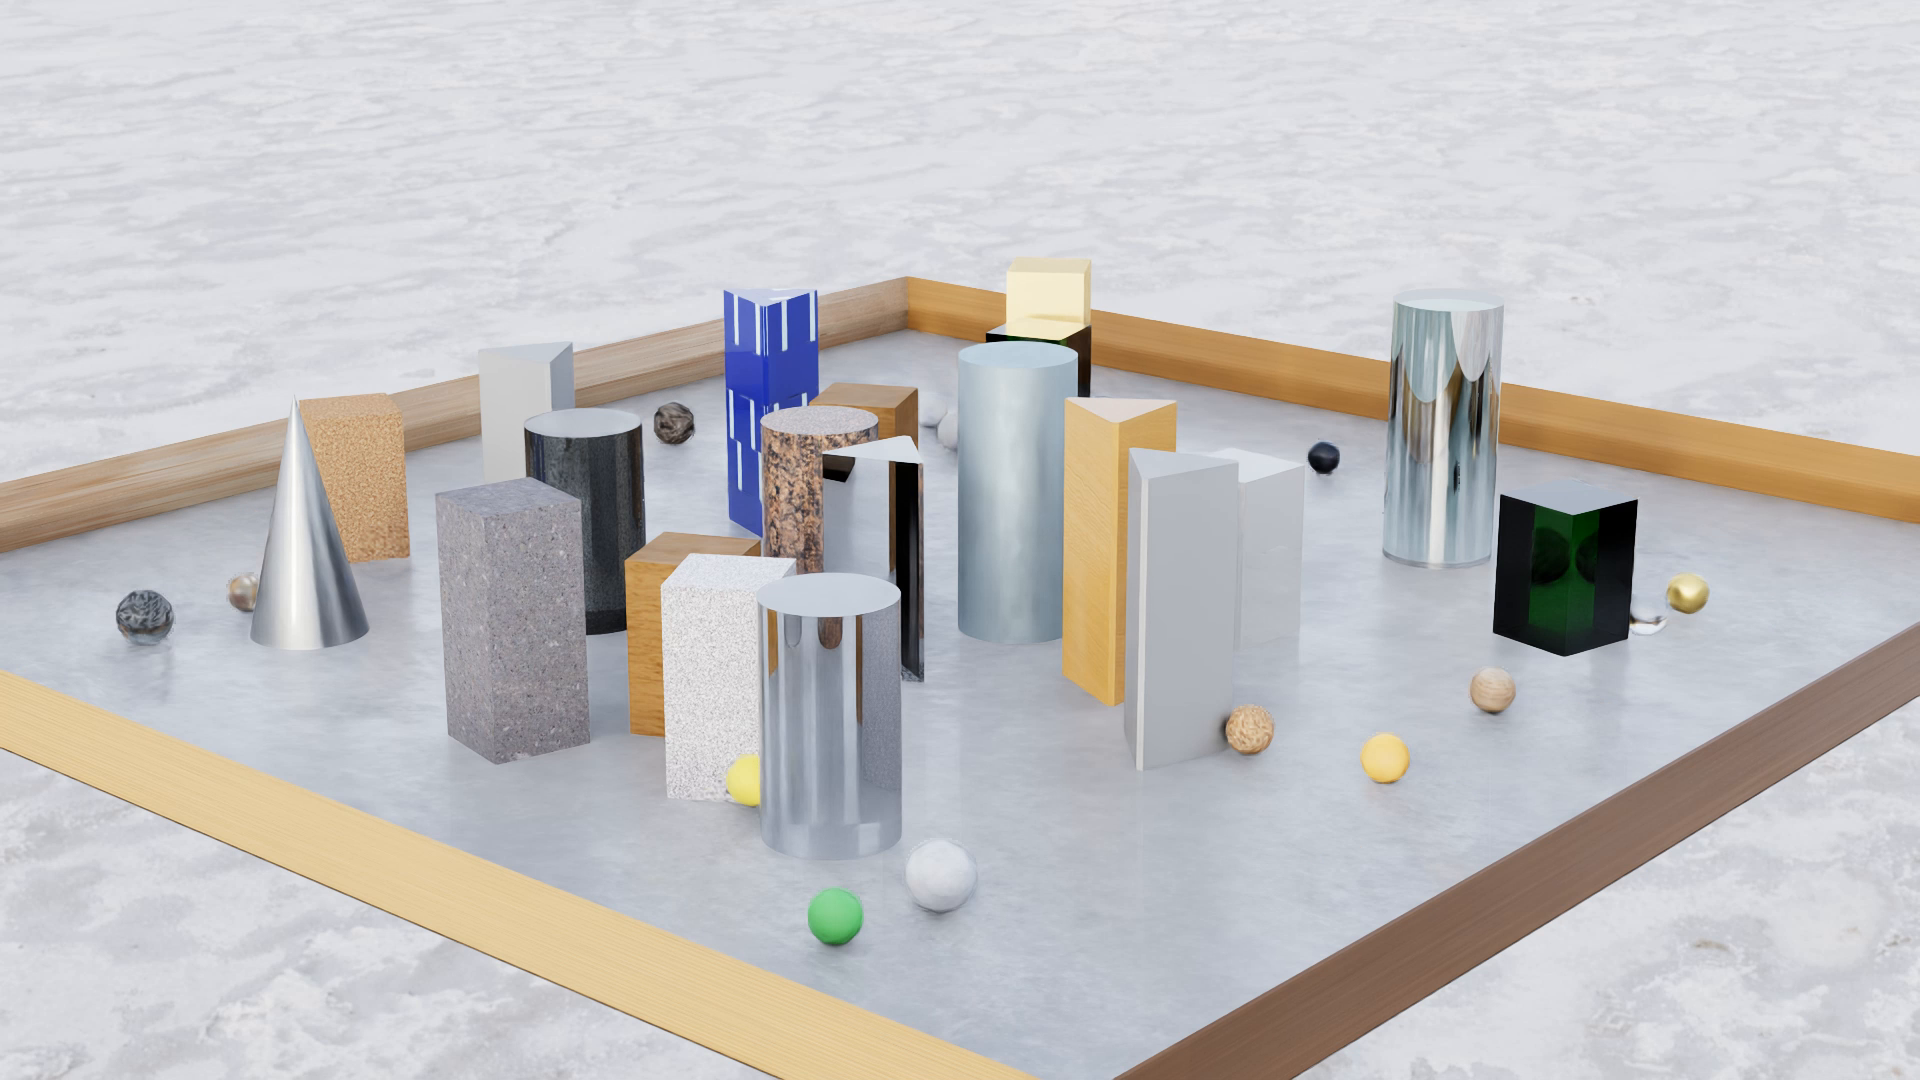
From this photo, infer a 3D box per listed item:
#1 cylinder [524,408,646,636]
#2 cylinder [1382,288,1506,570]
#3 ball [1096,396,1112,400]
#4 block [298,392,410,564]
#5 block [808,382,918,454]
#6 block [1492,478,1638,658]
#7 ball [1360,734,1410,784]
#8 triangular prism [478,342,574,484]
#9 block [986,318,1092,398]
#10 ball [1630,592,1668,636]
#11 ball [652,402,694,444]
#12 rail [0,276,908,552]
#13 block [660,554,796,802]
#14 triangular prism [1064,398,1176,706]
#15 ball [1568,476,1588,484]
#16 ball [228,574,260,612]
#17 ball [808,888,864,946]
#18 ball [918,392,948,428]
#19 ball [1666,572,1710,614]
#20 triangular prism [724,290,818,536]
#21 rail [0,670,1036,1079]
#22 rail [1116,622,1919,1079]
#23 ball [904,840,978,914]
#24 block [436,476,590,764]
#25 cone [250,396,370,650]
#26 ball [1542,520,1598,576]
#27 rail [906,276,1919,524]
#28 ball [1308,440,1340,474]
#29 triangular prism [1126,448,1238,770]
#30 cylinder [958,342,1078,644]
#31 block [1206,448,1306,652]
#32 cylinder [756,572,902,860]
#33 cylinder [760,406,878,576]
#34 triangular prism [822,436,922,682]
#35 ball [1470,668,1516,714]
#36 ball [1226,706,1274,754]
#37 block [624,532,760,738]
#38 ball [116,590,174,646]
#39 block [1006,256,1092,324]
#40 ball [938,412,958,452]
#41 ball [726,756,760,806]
[{"bbox_3d":[-0.632,-0.033,4.968,0.198,0.343,0.198,0,17,0],"label":"cylinder"},{"bbox_3d":[0.873,-0.202,5.303,0.198,0.474,0.198,0,17,0],"label":"cylinder"},{"bbox_3d":[0.303,-0.274,6.242,0.068,0.068,0.068,0,17,0],"label":"ball"},{"bbox_3d":[-1.106,-0.113,5.356,0.158,0.272,0.158,-6,18,-21],"label":"block"},{"bbox_3d":[-0.172,-0.115,5.310,0.158,0.303,0.158,4,17,14],"label":"block"},{"bbox_3d":[1.007,0.044,4.885,0.158,0.243,0.158,-12,21,-35],"label":"block"},{"bbox_3d":[0.620,0.319,4.272,0.072,0.072,0.072,0,17,0],"label":"ball"},{"bbox_3d":[-0.750,-0.159,5.313,0.172,0.385,0.149,12,21,35],"label":"triangular prism"},{"bbox_3d":[0.157,-0.276,5.852,0.158,0.299,0.158,8,18,24],"label":"block"},{"bbox_3d":[1.149,0.123,4.914,0.075,0.075,0.075,0,17,0],"label":"ball"},{"bbox_3d":[-0.596,-0.243,6.108,0.087,0.087,0.087,0,17,0],"label":"ball"},{"bbox_3d":[-1.108,-0.245,6.041,0.045,0.129,3.040,14,22,39],"label":"rail"},{"bbox_3d":[-0.329,0.199,4.236,0.158,0.321,0.158,3,17,10],"label":"block"},{"bbox_3d":[0.227,0.009,4.631,0.149,0.458,0.172,12,21,35],"label":"triangular prism"},{"bbox_3d":[1.176,-0.087,5.621,0.069,0.069,0.069,0,17,0],"label":"ball"},{"bbox_3d":[-1.227,0.090,5.043,0.064,0.064,0.064,0,17,0],"label":"ball"},{"bbox_3d":[-0.159,0.480,3.736,0.072,0.072,0.072,0,17,0],"label":"ball"},{"bbox_3d":[-0.064,-0.278,6.245,0.076,0.076,0.076,0,17,0],"label":"ball"},{"bbox_3d":[1.248,0.090,5.029,0.072,0.072,0.072,0,17,0],"label":"ball"},{"bbox_3d":[-0.375,-0.244,5.493,0.149,0.445,0.172,10,19,29],"label":"triangular prism"},{"bbox_3d":[-0.981,0.358,4.038,2.982,0.129,0.045,14,22,39],"label":"rail"},{"bbox_3d":[1.108,0.310,4.199,0.045,0.129,3.040,14,22,39],"label":"rail"},{"bbox_3d":[-0.025,0.439,3.830,0.095,0.095,0.095,0,17,0],"label":"ball"},{"bbox_3d":[-0.670,0.119,4.397,0.158,0.382,0.158,-12,20,-34],"label":"block"},{"bbox_3d":[-1.096,-0.045,4.885,0.198,0.415,0.198,0,17,0],"label":"cone"},{"bbox_3d":[1.088,0.015,5.232,0.099,0.099,0.099,0,17,0],"label":"ball"},{"bbox_3d":[0.981,-0.294,6.202,2.982,0.129,0.045,14,22,39],"label":"rail"},{"bbox_3d":[0.732,-0.167,5.894,0.066,0.066,0.066,0,17,0],"label":"ball"},{"bbox_3d":[0.295,0.095,4.365,0.172,0.447,0.149,-11,20,-32],"label":"triangular prism"},{"bbox_3d":[0.095,-0.081,4.905,0.198,0.471,0.198,0,17,0],"label":"cylinder"},{"bbox_3d":[0.461,0.013,4.909,0.158,0.289,0.158,16,23,42],"label":"block"},{"bbox_3d":[-0.179,0.242,4.045,0.198,0.350,0.198,0,17,0],"label":"cylinder"},{"bbox_3d":[-0.235,-0.034,4.964,0.198,0.348,0.198,0,17,0],"label":"cylinder"},{"bbox_3d":[-0.113,0.025,4.741,0.172,0.364,0.149,6,18,20],"label":"triangular prism"},{"bbox_3d":[0.828,0.233,4.555,0.071,0.071,0.071,0,17,0],"label":"ball"},{"bbox_3d":[0.432,0.284,4.373,0.071,0.071,0.071,0,17,0],"label":"ball"},{"bbox_3d":[-0.404,0.148,4.485,0.158,0.276,0.158,5,17,16],"label":"block"},{"bbox_3d":[-1.353,0.128,4.867,0.093,0.093,0.093,0,17,0],"label":"ball"},{"bbox_3d":[0.185,-0.391,6.111,0.158,0.369,0.158,2,17,7],"label":"block"},{"bbox_3d":[-0.006,-0.223,6.054,0.080,0.080,0.080,0,17,0],"label":"ball"},{"bbox_3d":[-0.295,0.340,4.150,0.072,0.072,0.072,0,17,0],"label":"ball"}]
